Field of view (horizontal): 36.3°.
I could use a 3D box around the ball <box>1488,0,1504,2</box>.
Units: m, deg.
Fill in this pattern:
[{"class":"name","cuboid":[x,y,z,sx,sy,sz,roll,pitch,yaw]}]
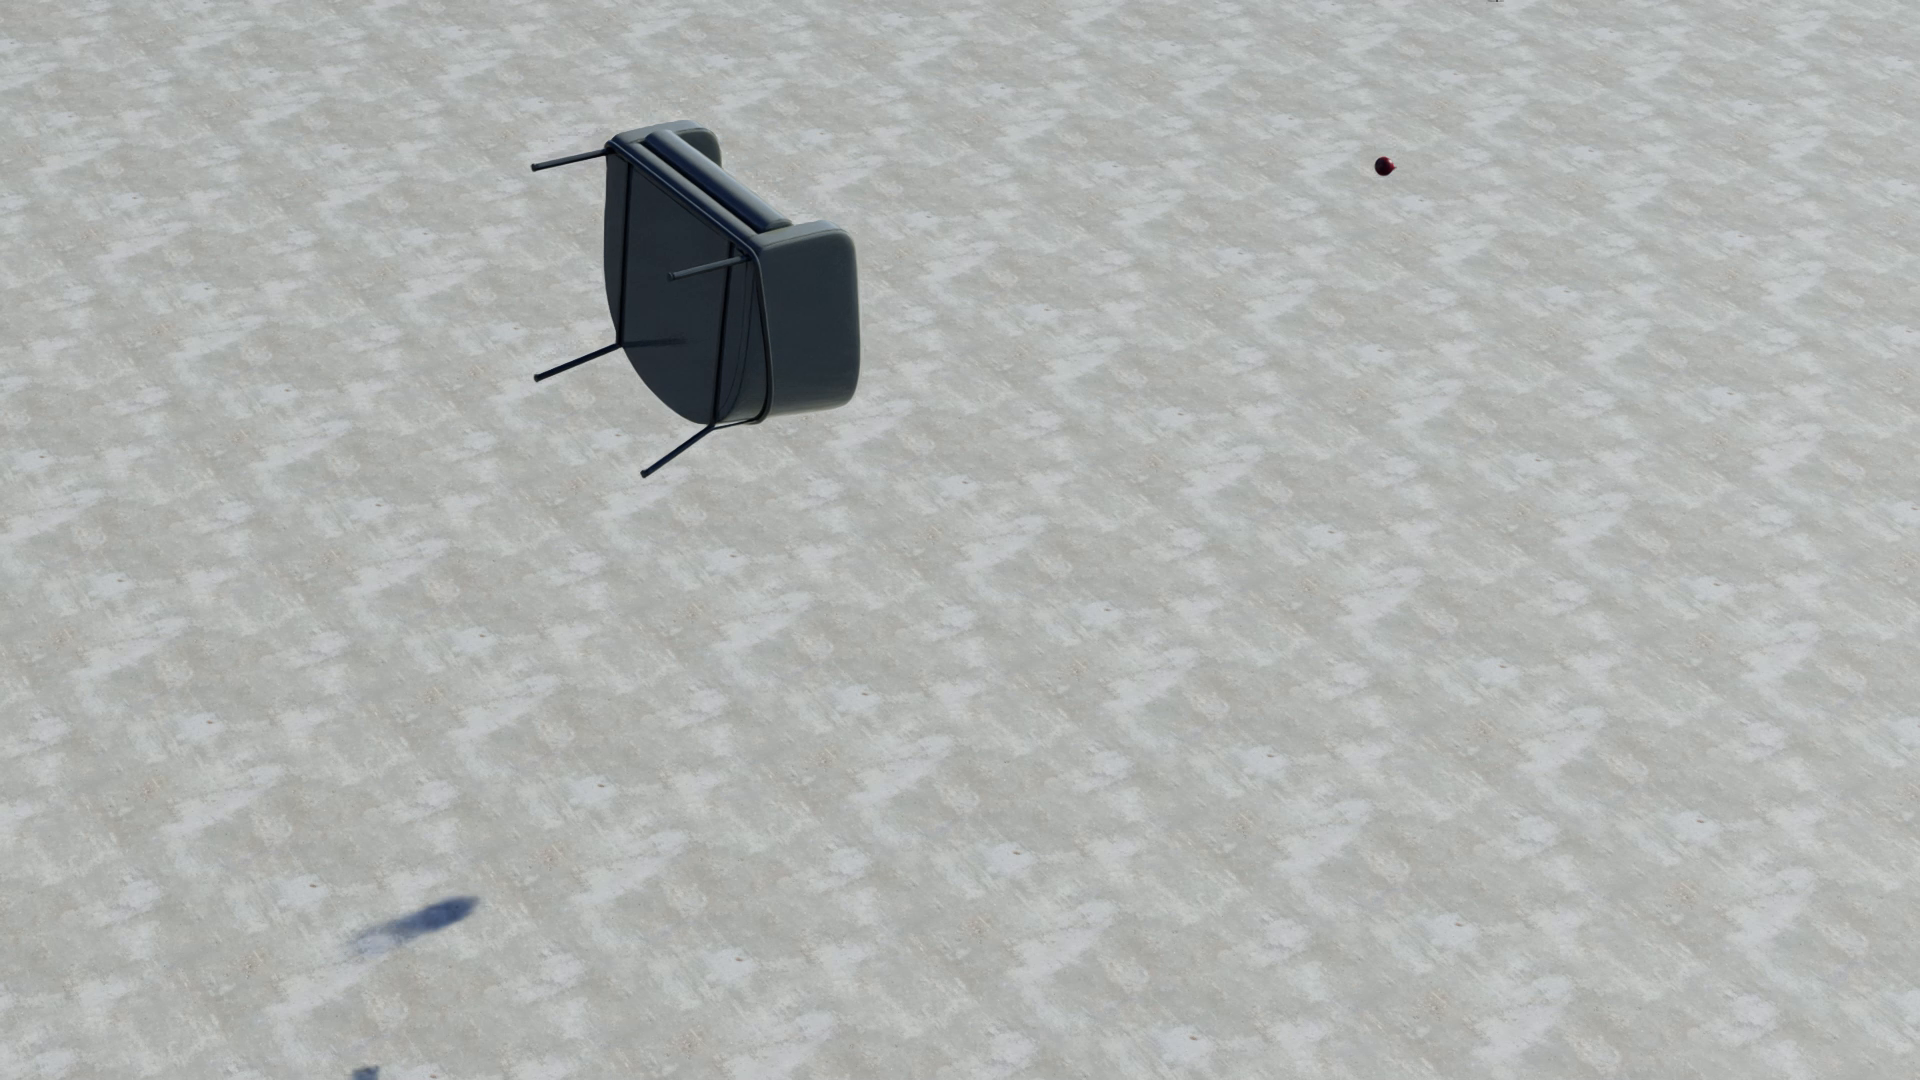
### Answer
[{"class":"ball","cuboid":[1.797,-1.869,9.821,0.134,0.134,0.134,0,33,0]}]
